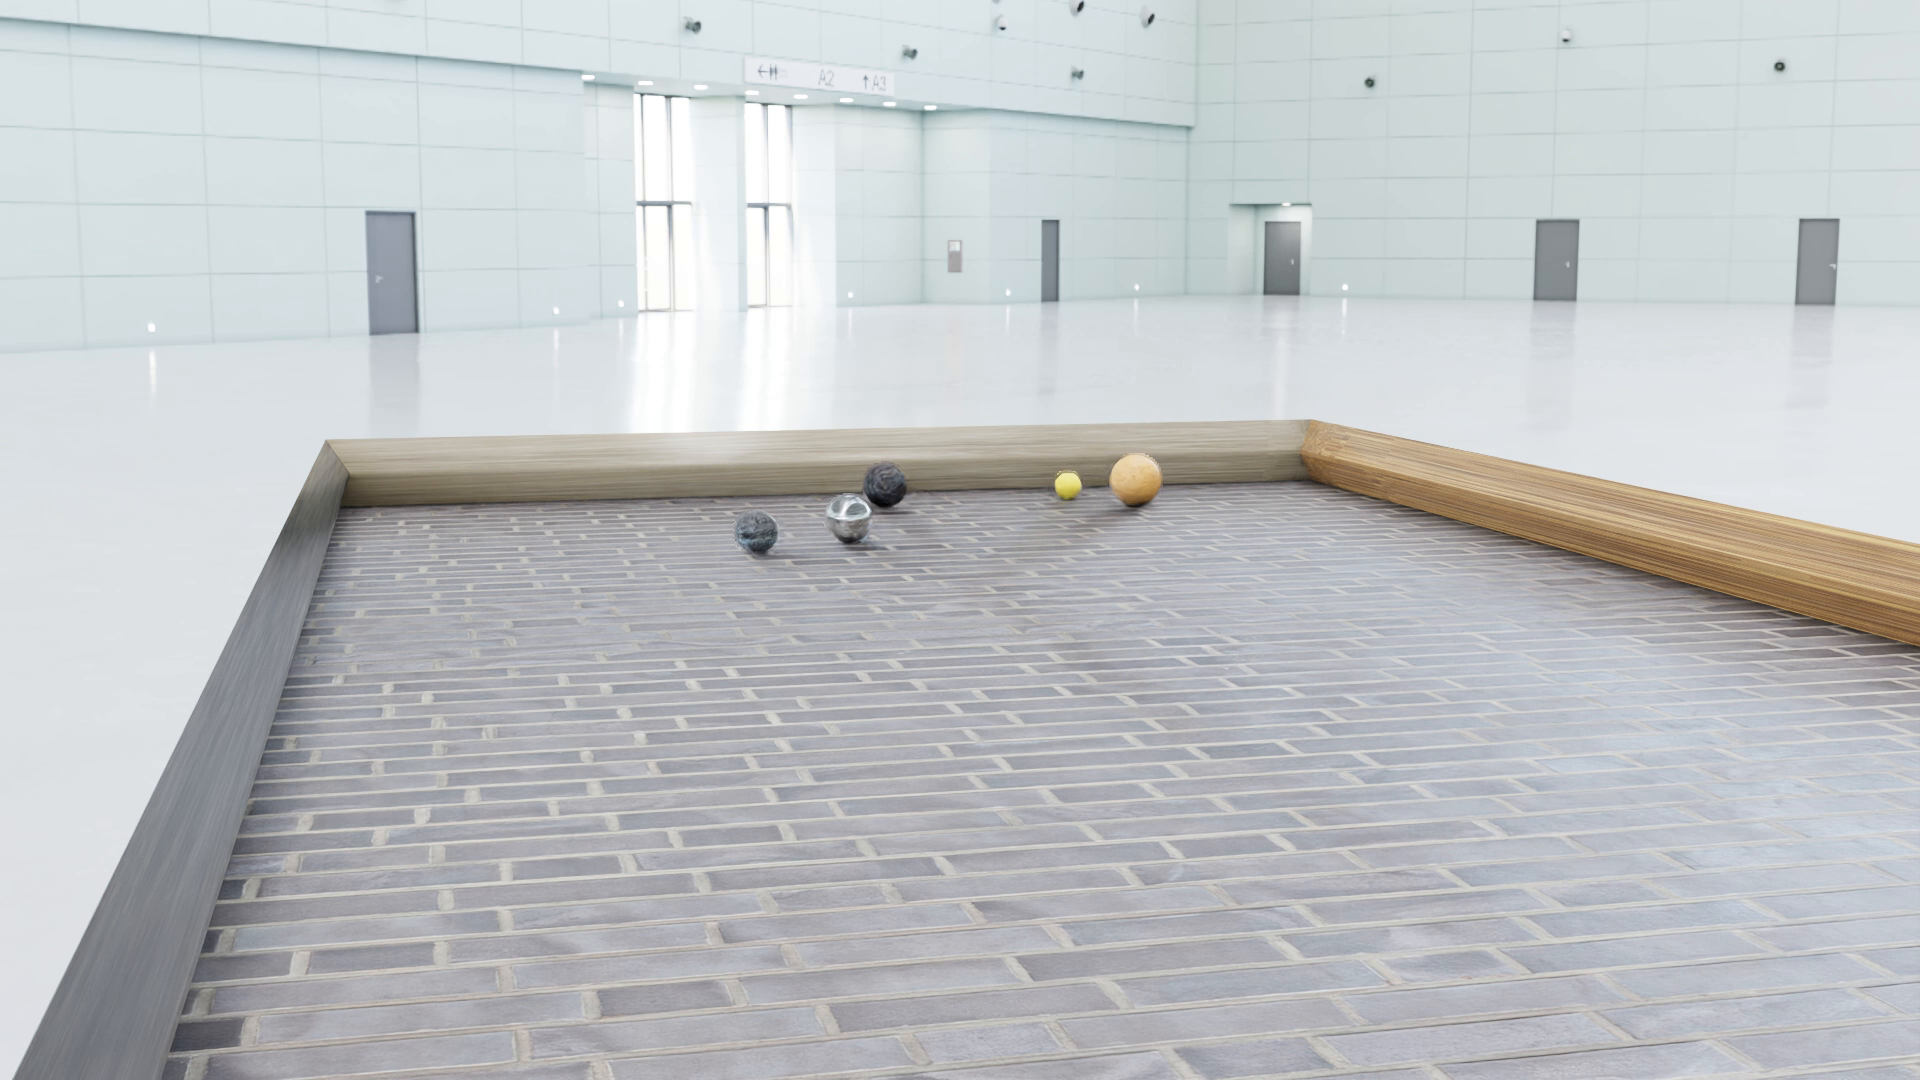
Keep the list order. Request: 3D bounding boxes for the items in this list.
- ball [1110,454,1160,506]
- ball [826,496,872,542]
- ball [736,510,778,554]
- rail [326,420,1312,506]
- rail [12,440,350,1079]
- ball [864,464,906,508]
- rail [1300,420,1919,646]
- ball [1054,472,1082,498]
[{"bbox_3d":[0.344,-0.117,4.311,0.100,0.100,0.100,0,8,0],"label":"ball"},{"bbox_3d":[-0.192,-0.036,3.792,0.081,0.081,0.081,0,8,0],"label":"ball"},{"bbox_3d":[-0.339,-0.013,3.665,0.071,0.071,0.071,0,8,0],"label":"ball"},{"bbox_3d":[-0.231,-0.161,4.510,2.060,0.130,0.045,-2,8,-13],"label":"rail"},{"bbox_3d":[-0.741,0.137,2.352,0.045,0.130,4.043,-2,8,-13],"label":"rail"},{"bbox_3d":[-0.146,-0.106,4.289,0.084,0.084,0.084,0,8,0],"label":"ball"},{"bbox_3d":[1.215,0.073,2.820,0.045,0.130,4.043,-2,8,-13],"label":"rail"},{"bbox_3d":[0.217,-0.109,4.424,0.054,0.054,0.054,0,8,0],"label":"ball"}]
